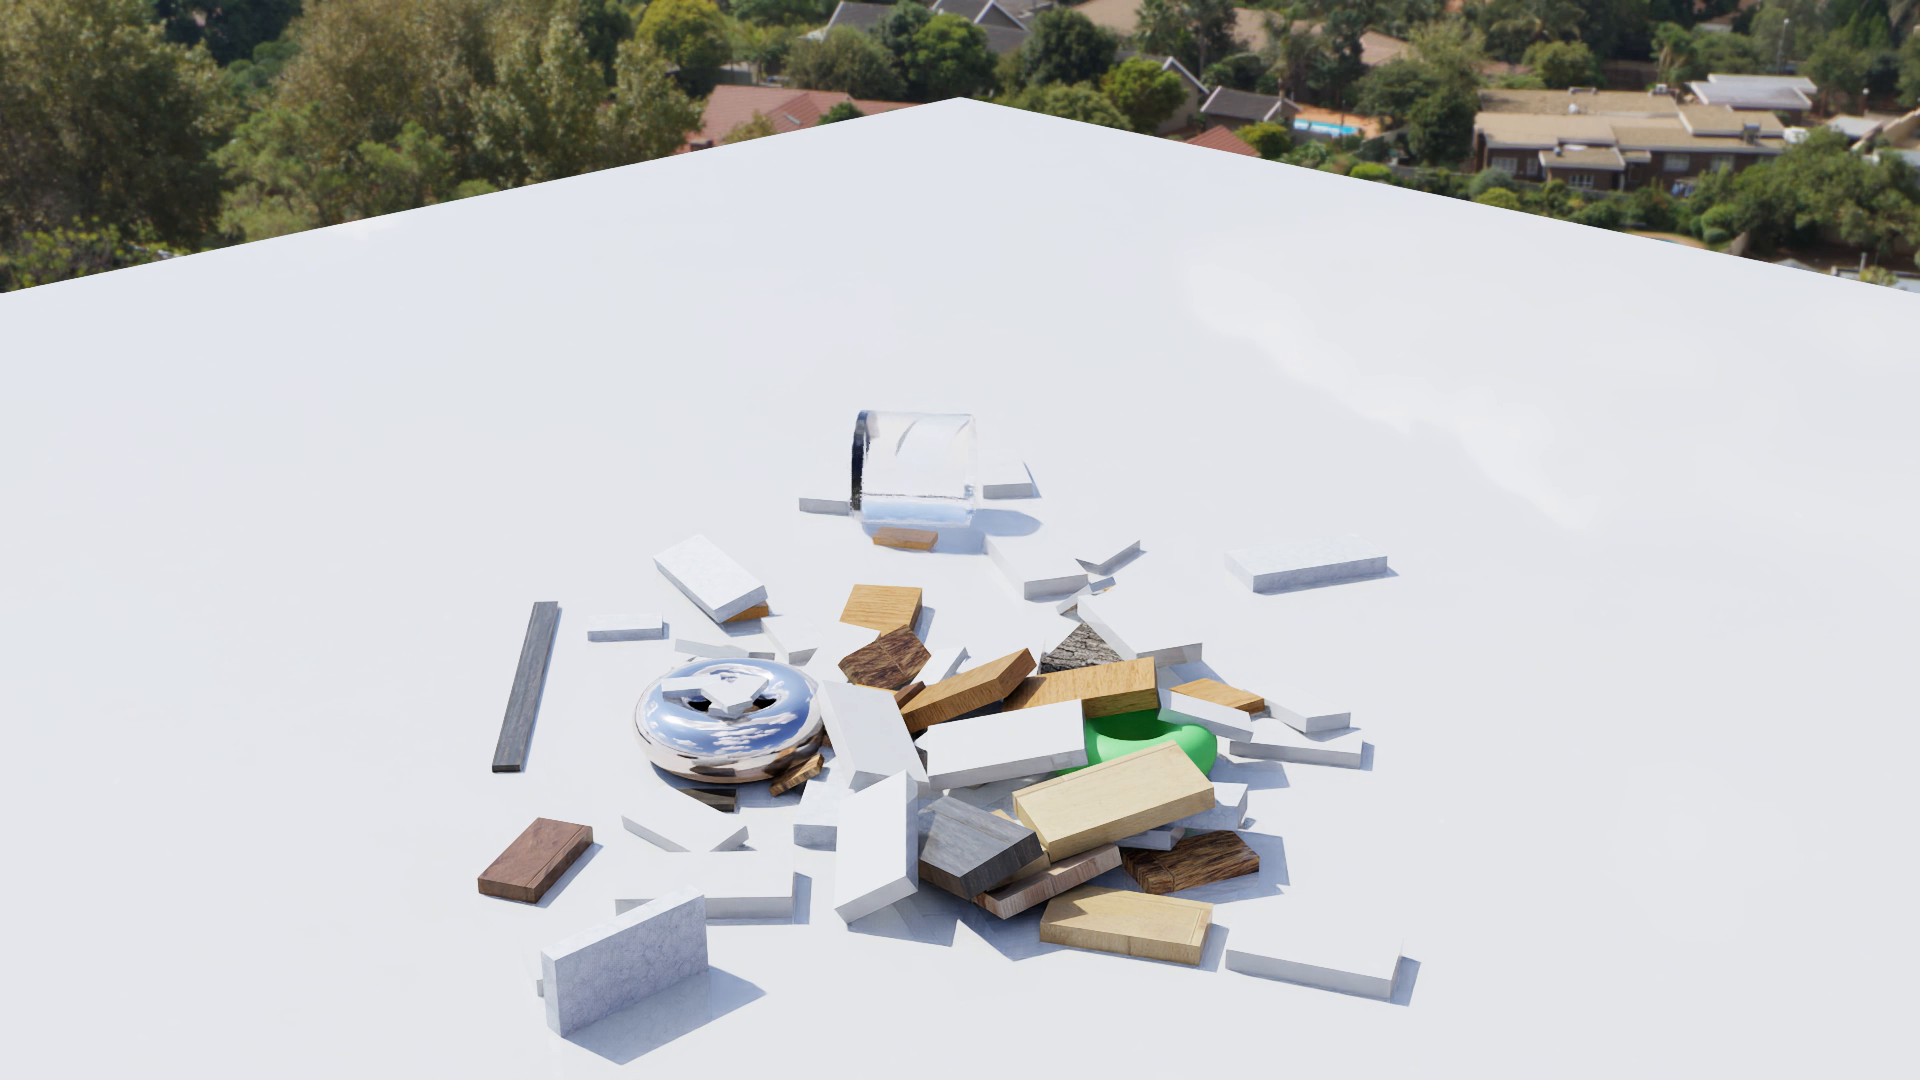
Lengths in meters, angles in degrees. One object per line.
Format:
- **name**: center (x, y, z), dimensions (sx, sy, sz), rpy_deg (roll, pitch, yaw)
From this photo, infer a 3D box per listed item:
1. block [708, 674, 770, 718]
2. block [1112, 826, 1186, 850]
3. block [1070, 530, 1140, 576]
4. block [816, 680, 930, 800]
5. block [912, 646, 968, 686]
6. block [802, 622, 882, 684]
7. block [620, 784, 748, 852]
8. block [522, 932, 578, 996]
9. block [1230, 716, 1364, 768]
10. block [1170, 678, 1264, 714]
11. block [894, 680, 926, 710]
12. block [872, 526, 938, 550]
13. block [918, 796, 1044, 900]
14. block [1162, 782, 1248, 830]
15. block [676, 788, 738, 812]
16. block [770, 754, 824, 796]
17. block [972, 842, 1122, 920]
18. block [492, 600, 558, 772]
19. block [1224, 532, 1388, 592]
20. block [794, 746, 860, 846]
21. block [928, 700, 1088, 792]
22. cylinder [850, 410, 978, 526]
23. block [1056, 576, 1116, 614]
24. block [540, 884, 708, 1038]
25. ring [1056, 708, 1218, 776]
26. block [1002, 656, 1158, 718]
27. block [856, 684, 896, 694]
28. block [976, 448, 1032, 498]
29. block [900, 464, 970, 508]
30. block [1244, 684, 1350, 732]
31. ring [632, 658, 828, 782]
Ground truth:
- **block**: center (-0.462, 0.327, 4.605), dimensions (0.063, 0.018, 0.169), rpy_deg (6, 22, 18)
- **block**: center (0.299, 0.563, 4.318), dimensions (0.262, 0.037, 0.131), rpy_deg (3, 8, 18)
- **block**: center (0.368, 0.032, 5.648), dimensions (0.101, 0.029, 0.202), rpy_deg (15, 27, 32)
- **block**: center (-0.185, 0.412, 4.558), dimensions (0.163, 0.046, 0.327), rpy_deg (12, 26, -24)
- **block**: center (-0.048, 0.295, 4.975), dimensions (0.078, 0.022, 0.156), rpy_deg (-9, 26, 31)
- **block**: center (-0.274, 0.274, 5.003), dimensions (0.111, 0.031, 0.222), rpy_deg (12, 39, 18)
- **block**: center (-0.546, 0.568, 4.355), dimensions (0.240, 0.034, 0.120), rpy_deg (19, 39, 38)
- **block**: center (-0.656, 0.747, 3.956), dimensions (0.240, 0.034, 0.120), rpy_deg (-9, 25, -21)
- **block**: center (0.720, 0.430, 4.705), dimensions (0.275, 0.033, 0.117), rpy_deg (5, 23, 11)
- **block**: center (0.566, 0.351, 4.849), dimensions (0.101, 0.029, 0.208), rpy_deg (-14, 16, -29)
- **block**: center (-0.129, 0.348, 4.820), dimensions (0.058, 0.017, 0.117), rpy_deg (-22, 10, 37)
- **block**: center (-0.142, -0.005, 5.744), dimensions (0.155, 0.022, 0.077), rpy_deg (6, 24, 14)
- **block**: center (-0.006, 0.579, 4.170), dimensions (0.173, 0.049, 0.346), rpy_deg (-28, 18, -24)
- **block**: center (0.384, 0.517, 4.340), dimensions (0.346, 0.049, 0.173), rpy_deg (2, 8, 14)
- **block**: center (-0.521, 0.531, 4.487), dimensions (0.125, 0.018, 0.063), rpy_deg (0, 23, 1)
- **block**: center (-0.336, 0.483, 4.525), dimensions (0.117, 0.017, 0.058), rpy_deg (-28, 17, 17)
- **block**: center (0.159, 0.628, 4.144), dimensions (0.262, 0.037, 0.131), rpy_deg (-21, 16, -23)
- **block**: center (-0.981, 0.318, 4.990), dimensions (0.059, 0.017, 0.826), rpy_deg (-2, 23, -4)
- **block**: center (0.876, 0.055, 5.572), dimensions (0.375, 0.046, 0.161), rpy_deg (-8, 24, -18)
- **block**: center (-0.230, 0.520, 4.477), dimensions (0.163, 0.046, 0.327), rpy_deg (2, 23, 5)
- **block**: center (0.097, 0.420, 4.507), dimensions (0.324, 0.044, 0.155), rpy_deg (-11, 35, 8)
- **cylinder**: center (-0.119, -0.191, 5.830), dimensions (0.296, 0.296, 0.296), rpy_deg (3, 23, 6)
- **block**: center (0.303, 0.134, 5.295), dimensions (0.077, 0.022, 0.155), rpy_deg (-17, -12, -35)
- **block**: center (-0.581, 0.732, 3.838), dimensions (0.310, 0.155, 0.044), rpy_deg (-19, 30, -38)
- **ring**: center (0.357, 0.427, 4.603), dimensions (0.363, 0.121, 0.363), rpy_deg (0, 22, 0)
- **block**: center (0.254, 0.324, 4.635), dimensions (0.321, 0.046, 0.161), rpy_deg (-10, 20, 8)
- **block**: center (-0.174, 0.352, 4.859), dimensions (0.117, 0.017, 0.059), rpy_deg (11, 31, -13)
- **block**: center (0.112, -0.188, 6.155), dimensions (0.136, 0.039, 0.273), rpy_deg (-3, 23, -7)
- **block**: center (-0.070, -0.150, 6.075), dimensions (0.111, 0.031, 0.222), rpy_deg (-10, 25, -22)
- **block**: center (0.733, 0.365, 4.798), dimensions (0.117, 0.033, 0.235), rpy_deg (-4, 14, -27)
- **ring**: center (-0.484, 0.380, 4.686), dimensions (0.428, 0.143, 0.428), rpy_deg (0, 22, 0)
